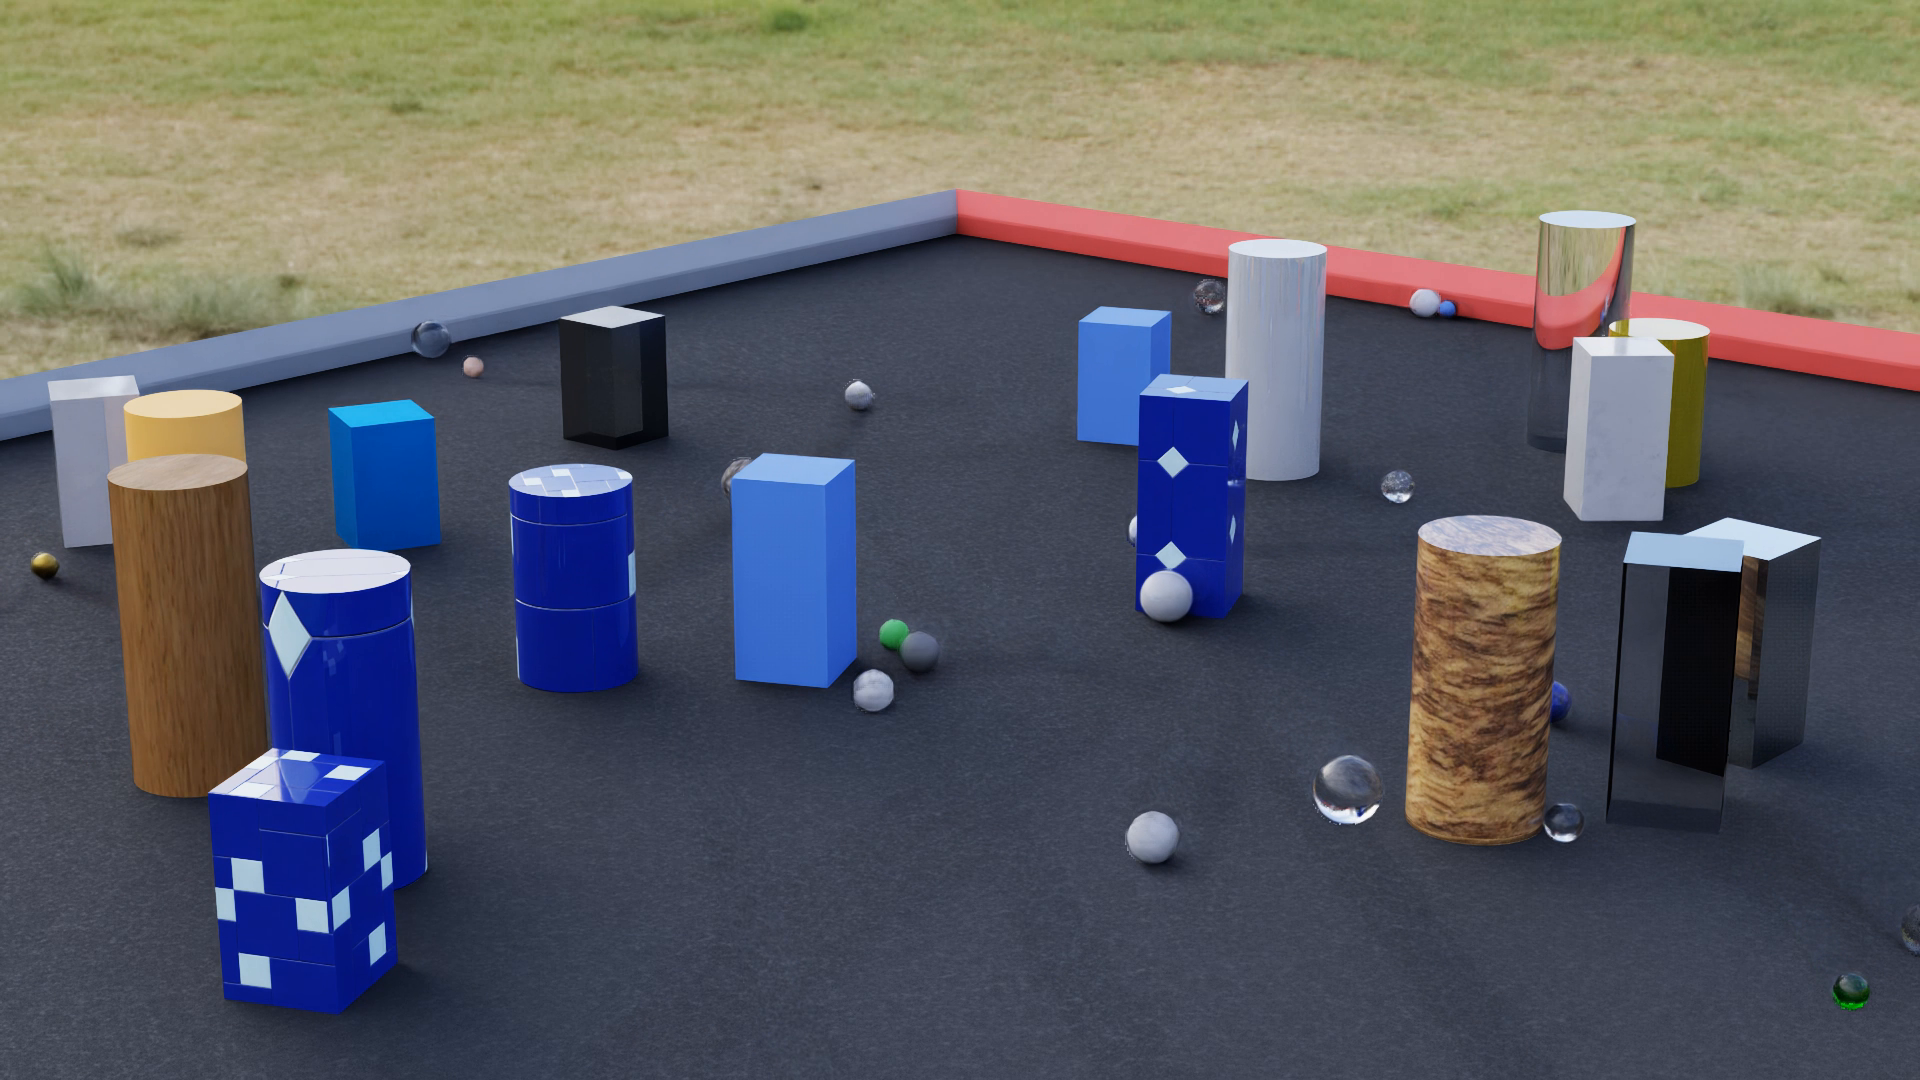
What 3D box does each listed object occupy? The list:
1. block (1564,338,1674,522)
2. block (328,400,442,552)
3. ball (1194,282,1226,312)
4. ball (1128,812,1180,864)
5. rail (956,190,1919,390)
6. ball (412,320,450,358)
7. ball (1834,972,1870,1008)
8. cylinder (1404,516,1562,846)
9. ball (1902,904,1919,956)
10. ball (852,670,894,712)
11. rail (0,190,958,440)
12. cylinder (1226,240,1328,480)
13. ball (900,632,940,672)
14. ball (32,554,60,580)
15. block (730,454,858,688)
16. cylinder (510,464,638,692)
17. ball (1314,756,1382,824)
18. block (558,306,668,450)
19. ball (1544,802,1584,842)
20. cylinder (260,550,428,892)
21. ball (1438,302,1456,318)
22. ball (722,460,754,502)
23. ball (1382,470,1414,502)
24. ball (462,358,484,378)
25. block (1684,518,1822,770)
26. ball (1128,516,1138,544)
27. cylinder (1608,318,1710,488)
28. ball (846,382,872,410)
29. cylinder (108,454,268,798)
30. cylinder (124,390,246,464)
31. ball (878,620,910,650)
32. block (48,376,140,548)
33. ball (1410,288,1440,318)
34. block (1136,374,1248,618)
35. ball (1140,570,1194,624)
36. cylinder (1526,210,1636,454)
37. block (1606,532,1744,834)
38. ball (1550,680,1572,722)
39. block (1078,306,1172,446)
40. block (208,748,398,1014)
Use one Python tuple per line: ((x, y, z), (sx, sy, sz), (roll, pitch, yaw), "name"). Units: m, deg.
((1.255, -0.213, 5.595), (0.155, 0.321, 0.155), (0, 17, -1), "block")
((-1.064, -0.118, 5.423), (0.155, 0.240, 0.155), (-8, 19, -25), "block")
((0.624, -0.606, 7.323), (0.077, 0.077, 0.077), (0, 17, 0), "ball")
((0.263, 0.404, 3.985), (0.070, 0.070, 0.070), (0, 17, 0), "ball")
((1.635, -0.512, 6.923), (4.401, 0.126, 0.045), (14, 22, 39), "rail")
((-1.235, -0.470, 6.851), (0.088, 0.088, 0.088), (0, 17, 0), "ball")
((1.082, 0.547, 3.558), (0.043, 0.043, 0.043), (0, 17, 0), "ball")
((0.727, 0.194, 4.082), (0.194, 0.418, 0.194), (0, 17, 0), "cylinder")
((1.223, 0.492, 3.695), (0.069, 0.069, 0.069), (0, 17, 0), "ball")
((-0.135, 0.234, 4.559), (0.065, 0.065, 0.065), (0, 17, 0), "ball")
((-1.644, -0.381, 6.487), (0.045, 0.126, 5.034), (14, 22, 39), "rail")
((0.629, -0.362, 5.866), (0.194, 0.450, 0.194), (0, 17, 0), "cylinder")
((-0.065, 0.181, 4.733), (0.066, 0.066, 0.066), (0, 17, 0), "ball")
((-1.626, 0.047, 5.213), (0.045, 0.045, 0.045), (0, 17, 0), "ball")
((-0.264, 0.047, 4.709), (0.155, 0.335, 0.155), (5, 17, 15), "block")
((-0.616, 0.060, 4.690), (0.194, 0.323, 0.194), (0, 17, 0), "cylinder")
((0.545, 0.351, 4.117), (0.097, 0.097, 0.097), (0, 17, 0), "ball")
((-0.723, -0.340, 6.125), (0.155, 0.259, 0.155), (13, 21, 37), "block")
((0.836, 0.391, 4.057), (0.055, 0.055, 0.055), (0, 17, 0), "ball")
((-0.819, 0.244, 3.904), (0.194, 0.425, 0.194), (0, 17, 0), "cylinder")
((1.206, -0.571, 7.265), (0.042, 0.042, 0.042), (0, 17, 0), "ball")
((-0.413, -0.109, 5.649), (0.093, 0.093, 0.093), (0, 17, 0), "ball")
((0.850, -0.104, 5.682), (0.063, 0.063, 0.063), (0, 17, 0), "ball")
((-1.106, -0.392, 6.663), (0.048, 0.048, 0.048), (0, 17, 0), "ball")
((1.165, 0.152, 4.382), (0.155, 0.323, 0.155), (15, 23, 41), "block")
((0.342, -0.017, 5.390), (0.066, 0.066, 0.066), (0, 17, 0), "ball")
((1.382, -0.274, 5.836), (0.194, 0.300, 0.194), (0, 17, 0), "cylinder")
((-0.220, -0.314, 6.386), (0.060, 0.060, 0.060), (0, 17, 0), "ball")
((-1.115, 0.122, 4.246), (0.194, 0.459, 0.194), (0, 17, 0), "cylinder")
((-1.316, -0.058, 5.017), (0.194, 0.360, 0.194), (0, 17, 0), "cylinder")
((-0.109, 0.157, 4.839), (0.051, 0.051, 0.051), (0, 17, 0), "ball")
((-1.600, -0.148, 5.453), (0.155, 0.279, 0.155), (-6, 18, -18), "block")
((1.151, -0.587, 7.263), (0.073, 0.073, 0.073), (0, 17, 0), "ball")
((0.399, -0.077, 5.039), (0.155, 0.382, 0.155), (5, 17, 16), "block")
((0.350, 0.096, 4.972), (0.090, 0.090, 0.090), (0, 17, 0), "ball")
((1.281, -0.429, 6.053), (0.194, 0.472, 0.194), (0, 17, 0), "cylinder")
((1.005, 0.199, 4.122), (0.155, 0.384, 0.155), (5, 17, 16), "block")
((0.907, 0.248, 4.510), (0.066, 0.066, 0.066), (0, 17, 0), "ball")
((0.345, -0.344, 6.149), (0.155, 0.254, 0.155), (6, 18, 19), "block")
((-0.804, 0.417, 3.598), (0.155, 0.270, 0.155), (5, 17, 16), "block")
